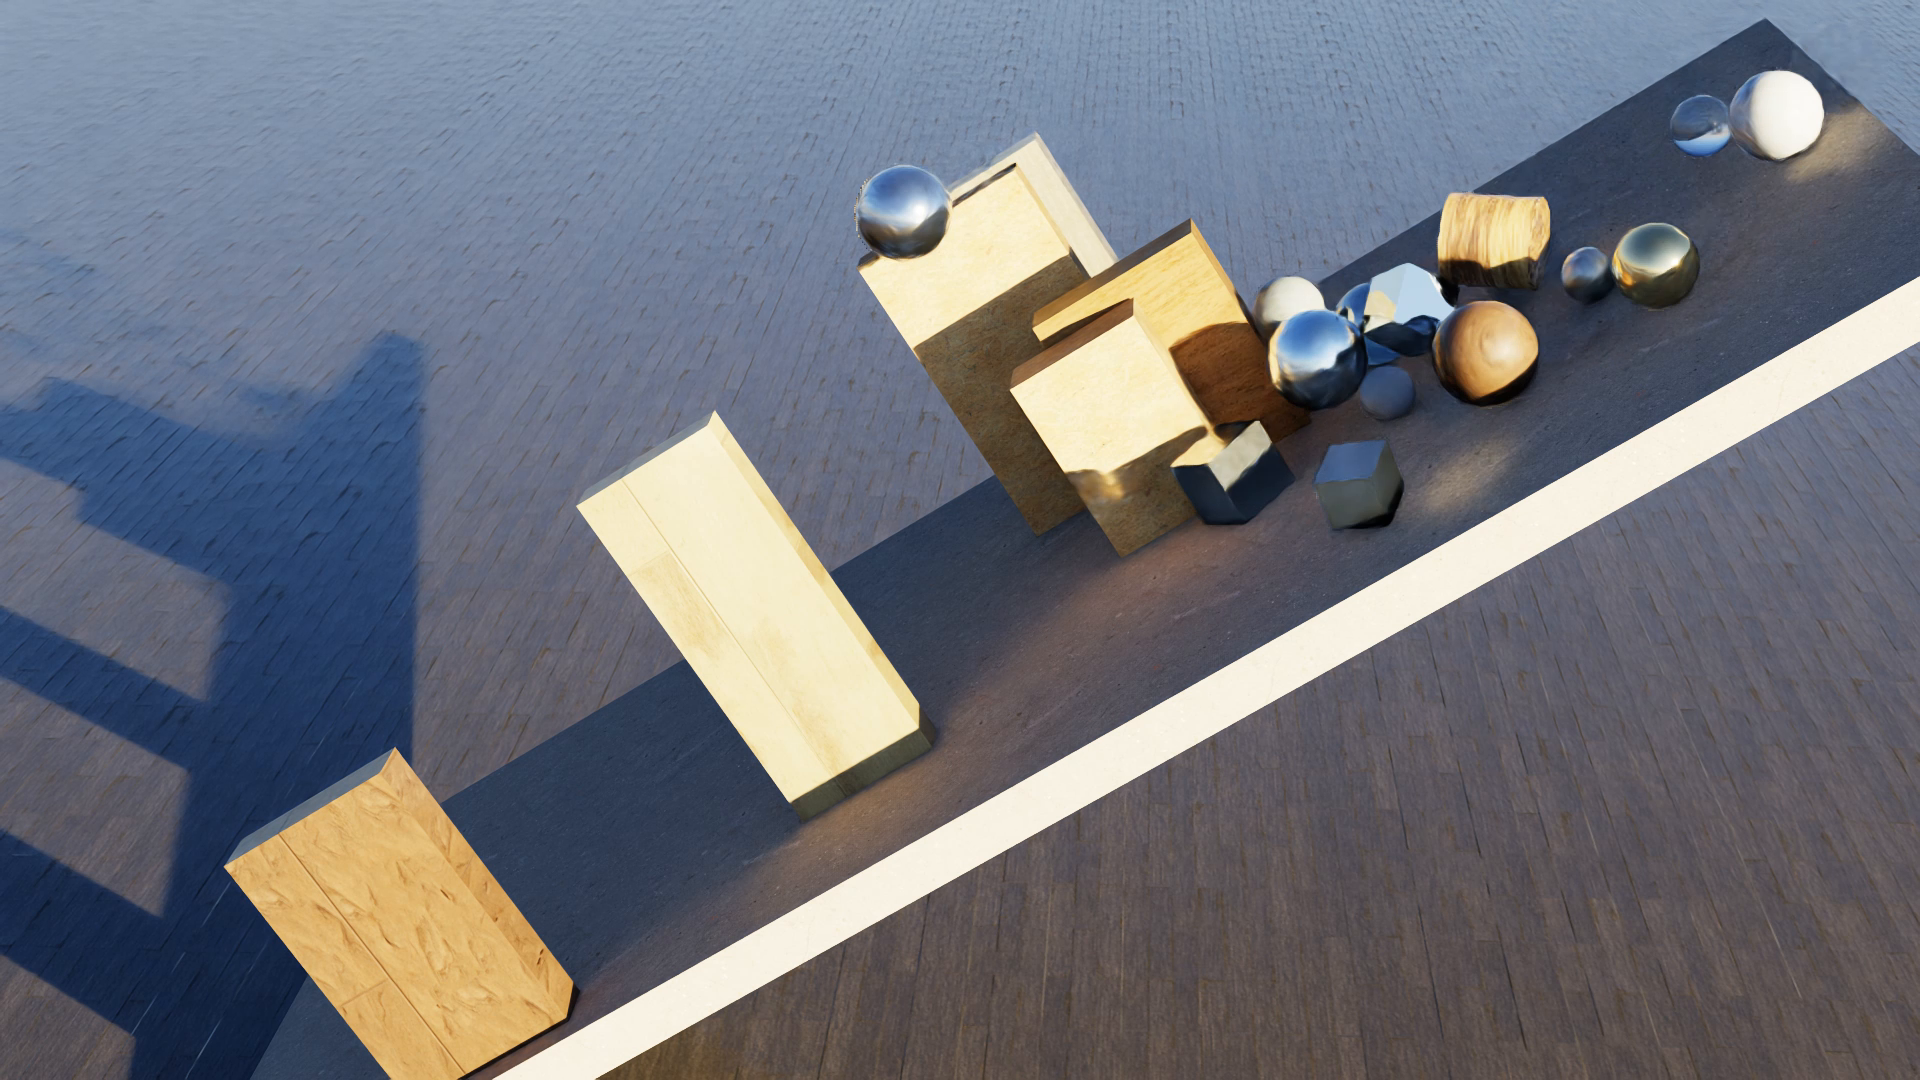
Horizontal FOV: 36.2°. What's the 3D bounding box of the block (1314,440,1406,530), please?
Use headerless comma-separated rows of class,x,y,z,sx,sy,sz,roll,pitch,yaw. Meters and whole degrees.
block,0.733,-0.100,5.390,0.112,0.112,0.112,-5,37,31

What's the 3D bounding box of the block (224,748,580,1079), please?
block,-1.068,0.750,5.660,0.374,0.611,0.117,-30,15,14

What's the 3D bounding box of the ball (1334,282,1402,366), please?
ball,0.862,-0.451,6.120,0.173,0.173,0.173,0,20,0

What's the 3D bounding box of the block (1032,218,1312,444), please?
block,0.446,-0.364,6.180,0.386,0.480,0.126,-30,15,14

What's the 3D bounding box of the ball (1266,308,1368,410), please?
ball,0.712,-0.360,5.869,0.203,0.203,0.203,0,20,0

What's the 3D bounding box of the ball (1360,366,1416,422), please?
ball,0.847,-0.291,5.826,0.111,0.111,0.111,0,20,0

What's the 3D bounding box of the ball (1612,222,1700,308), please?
ball,1.294,-0.511,5.471,0.159,0.159,0.159,0,20,0

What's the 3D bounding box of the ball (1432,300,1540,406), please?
ball,0.989,-0.352,5.540,0.200,0.200,0.200,0,20,0

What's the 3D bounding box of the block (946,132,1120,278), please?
block,0.182,-0.538,6.855,0.431,0.698,0.098,-30,15,14

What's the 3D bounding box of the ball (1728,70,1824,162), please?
ball,1.603,-0.833,5.778,0.180,0.180,0.180,0,20,0

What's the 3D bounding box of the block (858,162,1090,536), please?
block,0.147,-0.414,6.478,0.407,0.731,0.083,-30,15,14

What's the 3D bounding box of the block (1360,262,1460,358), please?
block,0.913,-0.466,5.977,0.130,0.130,0.130,22,-18,-20

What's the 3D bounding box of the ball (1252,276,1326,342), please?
ball,0.680,-0.471,6.078,0.150,0.150,0.150,0,20,0

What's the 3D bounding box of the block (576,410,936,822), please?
block,-0.392,0.155,5.750,0.308,0.781,0.095,-30,15,14

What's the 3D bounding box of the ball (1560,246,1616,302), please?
ball,1.226,-0.517,5.734,0.108,0.108,0.108,0,20,0

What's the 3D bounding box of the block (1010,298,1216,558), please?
block,0.346,-0.232,6.078,0.295,0.429,0.145,-30,15,14

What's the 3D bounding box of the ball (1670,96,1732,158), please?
ball,1.537,-0.858,6.098,0.127,0.127,0.127,0,20,0

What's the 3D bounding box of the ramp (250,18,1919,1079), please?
ramp,0.140,0.170,6.294,4.000,0.100,2.000,-30,15,14

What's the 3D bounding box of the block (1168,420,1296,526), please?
block,0.546,-0.134,5.901,0.148,0.148,0.148,-40,16,-22

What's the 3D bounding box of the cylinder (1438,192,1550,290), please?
cylinder,1.083,-0.605,5.956,0.186,0.186,0.186,6,21,22

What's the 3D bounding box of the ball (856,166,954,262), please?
ball,-0.116,-0.686,6.183,0.204,0.204,0.204,0,20,0
